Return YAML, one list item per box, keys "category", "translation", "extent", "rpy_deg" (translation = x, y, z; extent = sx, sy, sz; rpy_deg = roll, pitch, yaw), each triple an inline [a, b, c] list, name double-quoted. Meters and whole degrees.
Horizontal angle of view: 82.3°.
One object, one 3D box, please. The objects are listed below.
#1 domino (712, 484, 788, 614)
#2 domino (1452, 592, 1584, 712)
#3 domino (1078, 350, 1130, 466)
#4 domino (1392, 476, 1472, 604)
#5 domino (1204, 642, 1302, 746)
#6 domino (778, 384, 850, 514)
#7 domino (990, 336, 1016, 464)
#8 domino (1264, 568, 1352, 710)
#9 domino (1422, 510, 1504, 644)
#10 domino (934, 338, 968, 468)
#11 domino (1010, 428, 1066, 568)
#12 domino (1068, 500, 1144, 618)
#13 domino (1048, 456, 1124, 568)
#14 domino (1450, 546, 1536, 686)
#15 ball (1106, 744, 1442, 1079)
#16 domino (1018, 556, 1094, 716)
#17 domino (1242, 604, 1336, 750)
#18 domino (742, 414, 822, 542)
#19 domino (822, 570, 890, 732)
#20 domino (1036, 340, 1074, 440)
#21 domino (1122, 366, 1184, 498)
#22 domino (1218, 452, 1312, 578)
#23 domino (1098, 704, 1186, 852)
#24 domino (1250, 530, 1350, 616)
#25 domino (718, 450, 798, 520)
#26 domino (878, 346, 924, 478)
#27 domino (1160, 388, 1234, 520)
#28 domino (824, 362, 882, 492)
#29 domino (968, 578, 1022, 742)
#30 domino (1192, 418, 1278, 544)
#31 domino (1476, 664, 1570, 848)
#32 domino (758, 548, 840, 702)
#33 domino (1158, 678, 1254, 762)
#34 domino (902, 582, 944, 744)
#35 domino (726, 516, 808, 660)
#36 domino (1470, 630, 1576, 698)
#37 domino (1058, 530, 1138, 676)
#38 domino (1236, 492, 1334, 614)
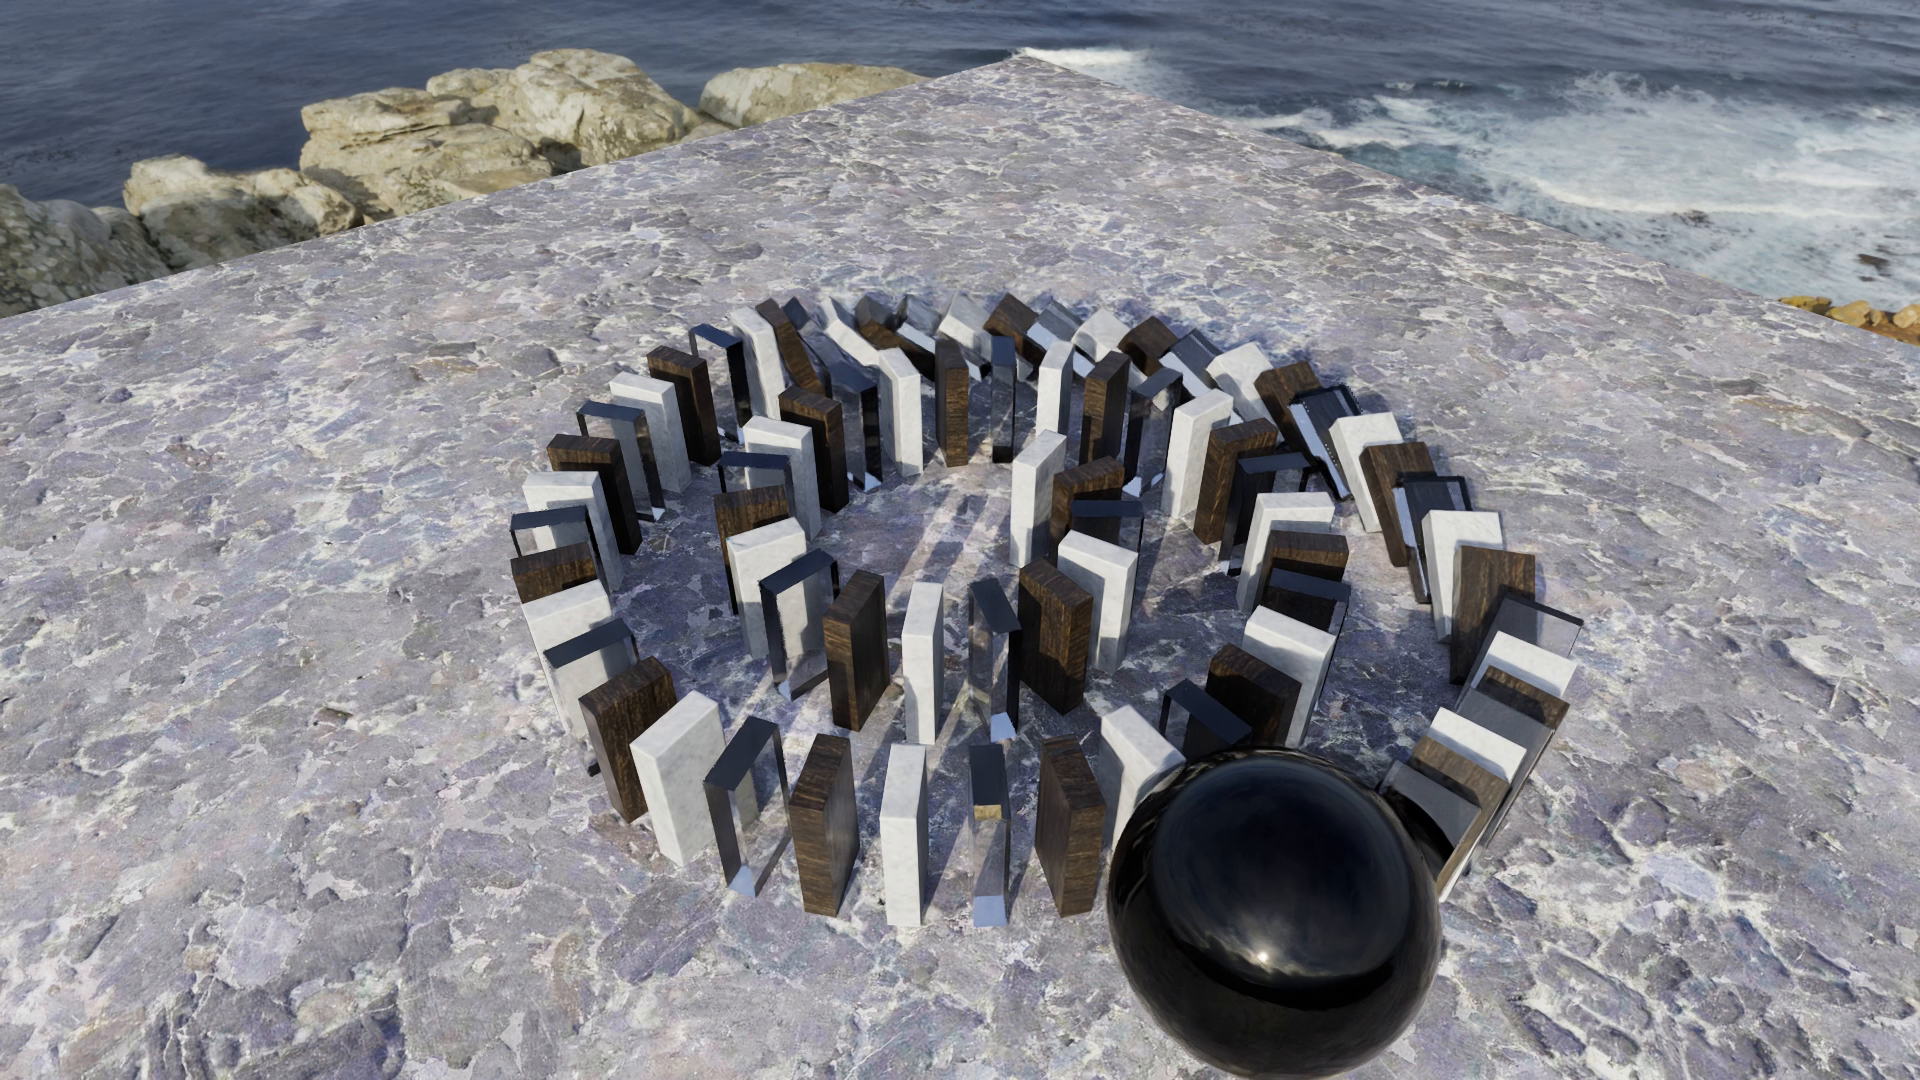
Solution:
- category: "domino"
  translation: [-0.075, 0.004, 0.406]
  extent: [0.025, 0.050, 0.009]
  rpy_deg: [-9, 40, -11]
- category: "domino"
  translation: [0.188, 0.045, 0.372]
  extent: [0.025, 0.010, 0.050]
  rpy_deg: [24, 72, 26]
- category: "domino"
  translation: [0.062, -0.054, 0.477]
  extent: [0.010, 0.050, 0.025]
  rpy_deg: [20, 43, 23]
- category: "domino"
  translation: [0.187, -0.001, 0.428]
  extent: [0.025, 0.010, 0.050]
  rpy_deg: [-1, 65, -1]
- category: "domino"
  translation: [0.088, 0.058, 0.341]
  extent: [0.025, 0.050, 0.010]
  rpy_deg: [31, 48, 32]
- category: "domino"
  translation: [-0.060, -0.037, 0.457]
  extent: [0.025, 0.050, 0.009]
  rpy_deg: [22, 44, 25]
- category: "domino"
  translation: [0.019, -0.062, 0.487]
  extent: [0.009, 0.050, 0.025]
  rpy_deg: [0, 39, -1]
- category: "domino"
  translation: [0.113, 0.034, 0.370]
  extent: [0.025, 0.050, 0.009]
  rpy_deg: [13, 41, 16]
- category: "domino"
  translation: [0.189, 0.014, 0.410]
  extent: [0.025, 0.010, 0.050]
  rpy_deg: [2, 65, 3]
- category: "domino"
  translation: [-0.004, -0.060, 0.485]
  extent: [0.010, 0.050, 0.025]
  rpy_deg: [-8, 40, -10]
- category: "domino"
  translation: [0.030, -0.015, 0.430]
  extent: [0.009, 0.050, 0.025]
  rpy_deg: [22, 44, 24]
- category: "domino"
  translation: [0.052, 0.008, 0.401]
  extent: [0.025, 0.050, 0.010]
  rpy_deg: [0, 39, 0]
- category: "domino"
  translation: [0.047, -0.006, 0.419]
  extent: [0.025, 0.050, 0.009]
  rpy_deg: [-20, 43, -22]
- category: "domino"
  translation: [0.190, 0.028, 0.392]
  extent: [0.025, 0.010, 0.050]
  rpy_deg: [8, 67, 10]
- category: "ball"
  translation: [0.077, 0.092, 0.276]
  extent: [0.080, 0.080, 0.080]
  rpy_deg: [0, 39, 0]
- category: "domino"
  translation: [0.031, 0.033, 0.371]
  extent: [0.010, 0.050, 0.025]
  rpy_deg: [-27, 46, -29]
- category: "domino"
  translation: [0.102, 0.047, 0.354]
  extent: [0.025, 0.050, 0.010]
  rpy_deg: [24, 45, 26]
- category: "domino"
  translation: [-0.071, -0.024, 0.441]
  extent: [0.025, 0.050, 0.010]
  rpy_deg: [14, 41, 16]
- category: "domino"
  translation: [-0.034, 0.037, 0.366]
  extent: [0.009, 0.050, 0.025]
  rpy_deg: [14, 41, 17]
- category: "domino"
  translation: [0.042, -0.060, 0.484]
  extent: [0.010, 0.050, 0.025]
  rpy_deg: [11, 41, 13]
- category: "domino"
  translation: [0.081, -0.046, 0.467]
  extent: [0.010, 0.050, 0.025]
  rpy_deg: [27, 47, 29]
- category: "domino"
  translation: [0.116, -0.009, 0.423]
  extent: [0.025, 0.050, 0.009]
  rpy_deg: [-7, 40, -9]
- category: "domino"
  translation: [0.051, 0.075, 0.320]
  extent: [0.010, 0.050, 0.025]
  rpy_deg: [-21, 41, -24]
- category: "domino"
  translation: [0.118, 0.020, 0.387]
  extent: [0.025, 0.050, 0.010]
  rpy_deg: [4, 40, 5]
- category: "domino"
  translation: [-0.077, -0.010, 0.424]
  extent: [0.025, 0.050, 0.010]
  rpy_deg: [5, 40, 6]
- category: "domino"
  translation: [-0.026, -0.056, 0.479]
  extent: [0.009, 0.050, 0.025]
  rpy_deg: [-15, 42, -18]
- category: "domino"
  translation: [0.098, -0.035, 0.455]
  extent: [0.025, 0.050, 0.009]
  rpy_deg: [-28, 47, -30]
- category: "domino"
  translation: [-0.045, -0.048, 0.470]
  extent: [0.009, 0.050, 0.025]
  rpy_deg: [-28, 47, -30]
- category: "domino"
  translation: [0.011, 0.040, 0.363]
  extent: [0.009, 0.050, 0.025]
  rpy_deg: [-11, 41, -13]
- category: "domino"
  translation: [0.110, -0.023, 0.440]
  extent: [0.025, 0.050, 0.010]
  rpy_deg: [-15, 42, -18]
- category: "domino"
  translation: [0.165, 0.067, 0.343]
  extent: [0.025, 0.009, 0.050]
  rpy_deg: [30, 79, 31]
- category: "domino"
  translation: [-0.053, 0.029, 0.376]
  extent: [0.025, 0.050, 0.010]
  rpy_deg: [-31, 49, -32]
- category: "domino"
  translation: [0.071, 0.068, 0.329]
  extent: [0.010, 0.050, 0.025]
  rpy_deg: [-27, 46, -29]
- category: "domino"
  translation: [-0.012, 0.041, 0.362]
  extent: [0.010, 0.050, 0.025]
  rpy_deg: [4, 40, 5]
- category: "domino"
  translation: [-0.066, 0.018, 0.390]
  extent: [0.025, 0.050, 0.010]
  rpy_deg: [-19, 43, -22]
- category: "domino"
  translation: [0.177, 0.057, 0.357]
  extent: [0.025, 0.010, 0.050]
  rpy_deg: [26, 72, 28]
- category: "domino"
  translation: [0.046, 0.022, 0.384]
  extent: [0.025, 0.050, 0.009]
  rpy_deg: [20, 44, 23]
- category: "domino"
  translation: [0.119, 0.005, 0.405]
  extent: [0.025, 0.050, 0.010]
  rpy_deg: [-2, 39, -2]
